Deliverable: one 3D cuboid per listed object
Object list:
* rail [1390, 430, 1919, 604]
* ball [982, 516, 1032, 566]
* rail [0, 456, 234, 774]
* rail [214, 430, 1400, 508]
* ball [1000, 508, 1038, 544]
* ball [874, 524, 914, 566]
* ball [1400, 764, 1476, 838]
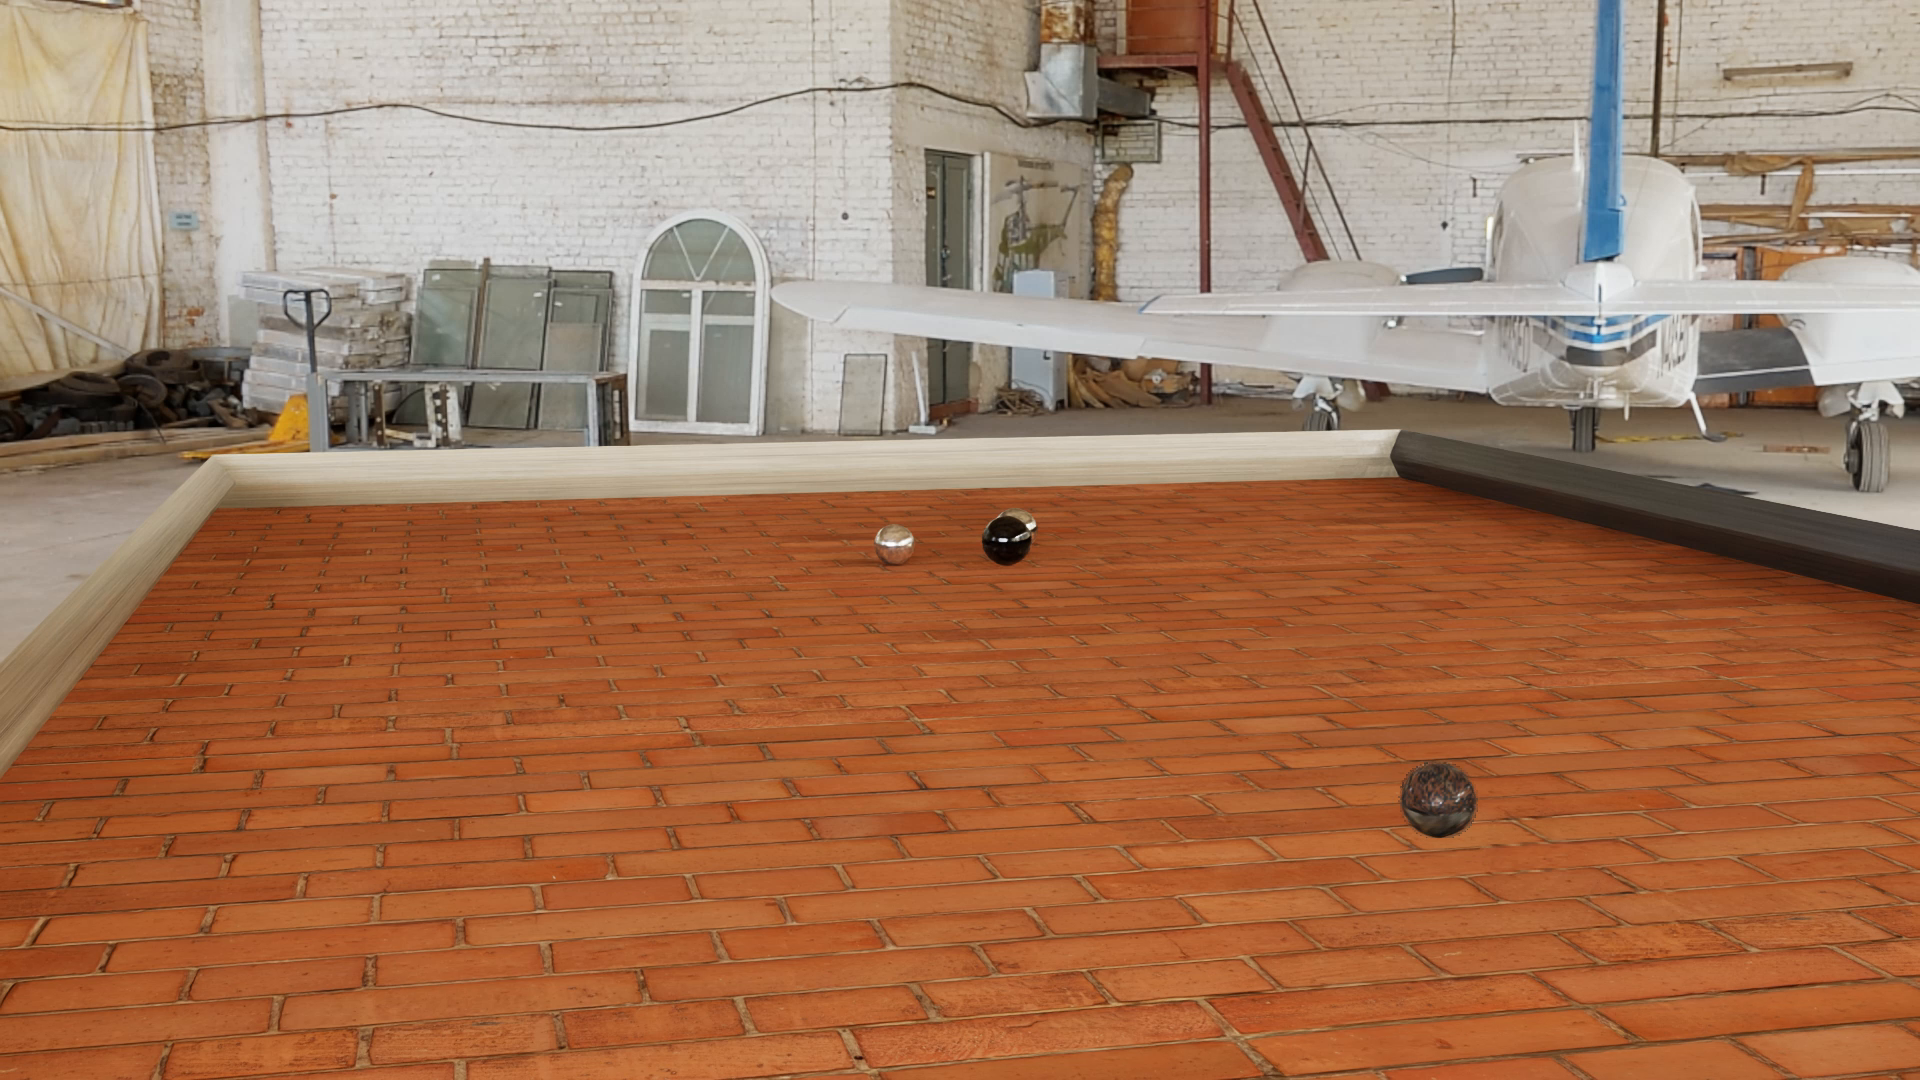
[{"bbox_3d":[1.446,0.083,2.871,0.045,0.105,4.203,-2,8,-13],"label":"rail"},{"bbox_3d":[0.076,0.001,3.570,0.081,0.081,0.081,0,8,0],"label":"ball"},{"bbox_3d":[-0.959,0.160,2.303,0.045,0.105,4.203,-2,8,-13],"label":"rail"},{"bbox_3d":[-0.238,-0.151,4.589,2.520,0.105,0.045,-2,8,-13],"label":"rail"},{"bbox_3d":[0.094,-0.017,3.724,0.075,0.075,0.075,0,8,0],"label":"ball"},{"bbox_3d":[-0.106,0.008,3.574,0.067,0.067,0.067,0,8,0],"label":"ball"},{"bbox_3d":[0.423,0.230,1.946,0.065,0.065,0.065,0,8,0],"label":"ball"}]
